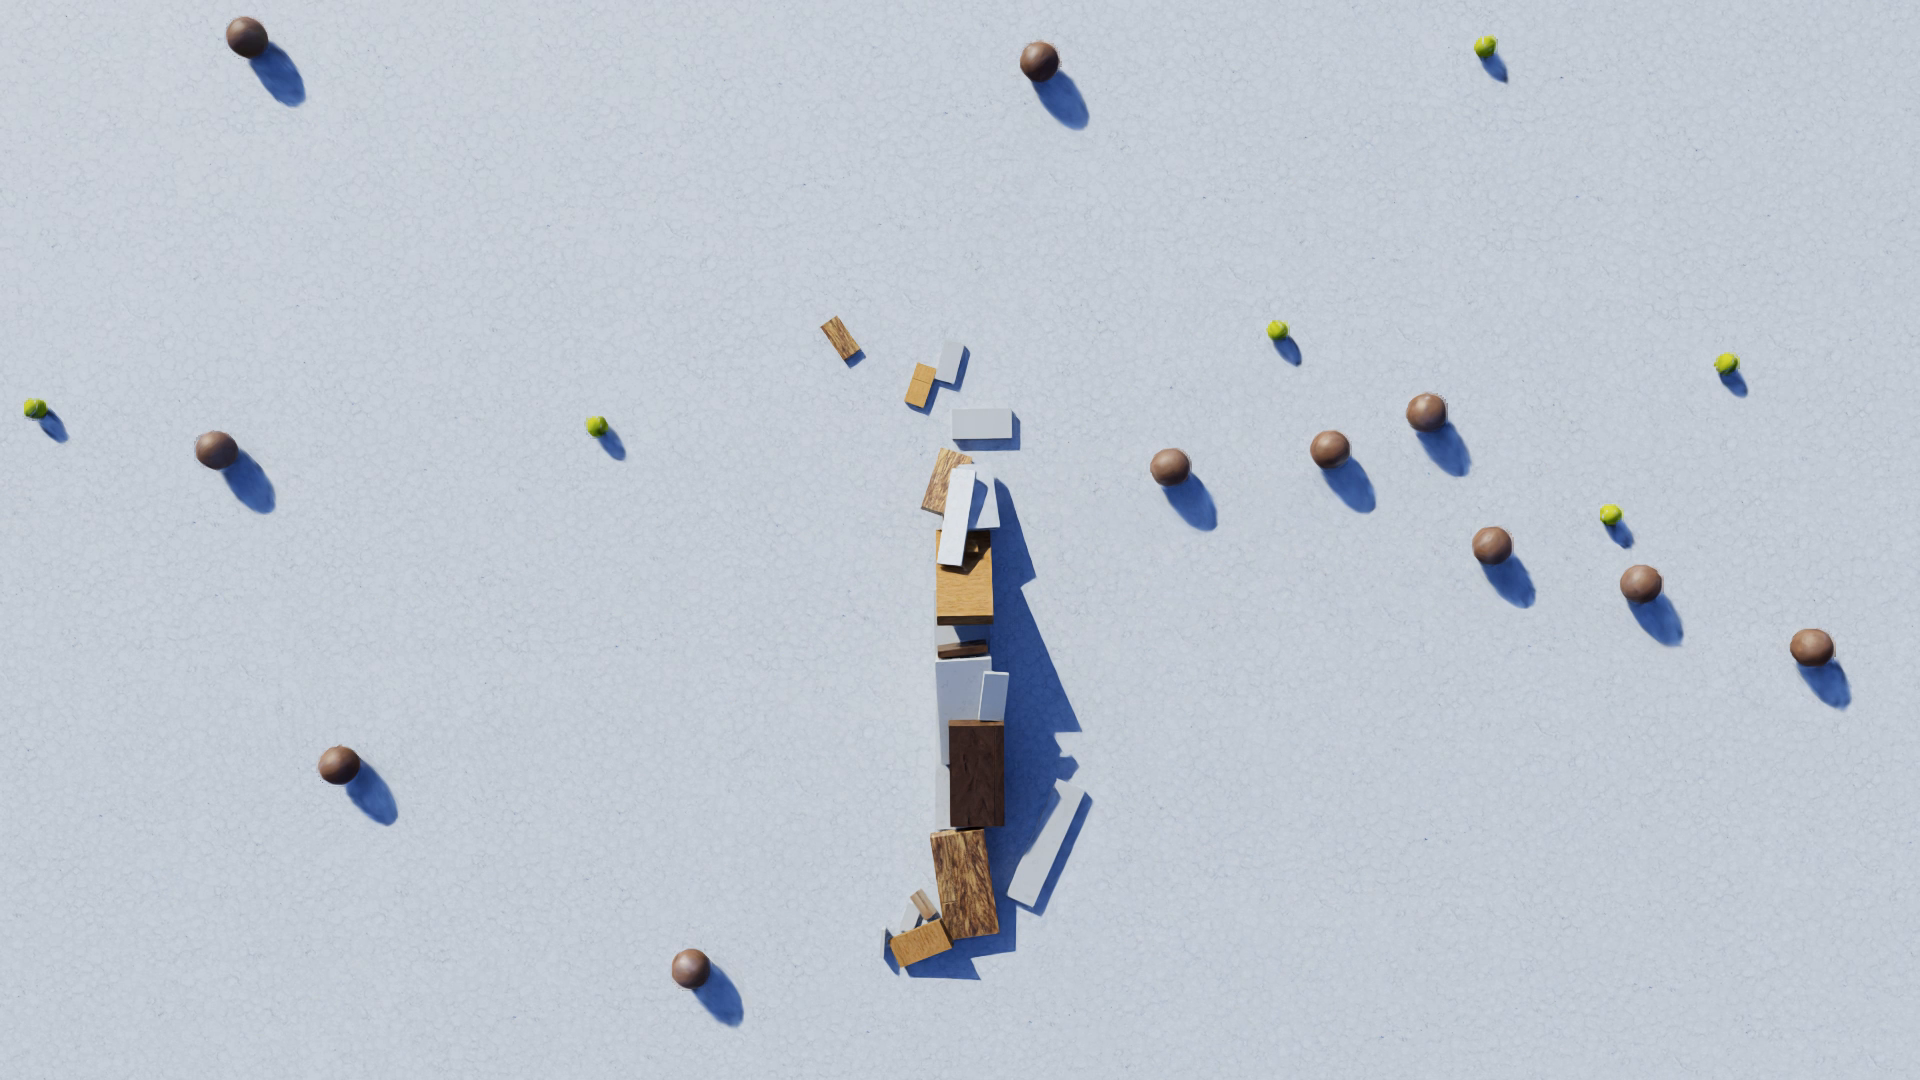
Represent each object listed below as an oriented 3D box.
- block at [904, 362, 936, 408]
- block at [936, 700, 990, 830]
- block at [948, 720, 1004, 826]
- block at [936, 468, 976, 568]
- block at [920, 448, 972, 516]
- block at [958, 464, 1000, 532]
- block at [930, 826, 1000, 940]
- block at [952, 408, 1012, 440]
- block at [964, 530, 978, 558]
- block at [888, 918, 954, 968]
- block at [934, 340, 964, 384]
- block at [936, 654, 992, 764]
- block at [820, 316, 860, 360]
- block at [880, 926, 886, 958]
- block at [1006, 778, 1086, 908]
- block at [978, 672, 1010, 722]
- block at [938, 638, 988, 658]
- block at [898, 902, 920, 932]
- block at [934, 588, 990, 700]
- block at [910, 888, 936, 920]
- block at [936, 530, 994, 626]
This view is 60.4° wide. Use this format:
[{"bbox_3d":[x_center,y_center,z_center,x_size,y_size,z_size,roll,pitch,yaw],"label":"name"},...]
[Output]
[{"bbox_3d":[-0.131,-0.515,5.490,0.068,0.019,0.136,19,90,0],"label":"block"},{"bbox_3d":[0.008,0.629,5.460,0.179,0.051,0.653,0,93,0],"label":"block"},{"bbox_3d":[0.055,0.760,5.372,0.179,0.051,0.357,-1,107,0],"label":"block"},{"bbox_3d":[-0.010,-0.073,5.364,0.080,0.023,0.319,6,78,13],"label":"block"},{"bbox_3d":[-0.044,-0.188,5.447,0.110,0.031,0.220,18,70,0],"label":"block"},{"bbox_3d":[0.060,-0.141,5.417,0.110,0.031,0.221,-4,74,-15],"label":"block"},{"bbox_3d":[0.015,1.133,5.449,0.179,0.051,0.357,-8,98,0],"label":"block"},{"bbox_3d":[0.072,-0.386,5.486,0.198,0.028,0.099,-1,90,0],"label":"block"},{"bbox_3d":[0.000,-0.046,5.428,0.110,0.031,0.221,-2,58,0],"label":"block"},{"bbox_3d":[-0.129,1.333,5.456,0.198,0.028,0.099,-26,90,18],"label":"block"},{"bbox_3d":[-0.035,-0.593,5.490,0.068,0.019,0.136,15,90,0],"label":"block"},{"bbox_3d":[0.019,0.551,5.362,0.180,0.051,0.360,-3,107,1],"label":"block"},{"bbox_3d":[-0.398,-0.672,5.490,0.068,0.019,0.136,-35,90,0],"label":"block"},{"bbox_3d":[-0.257,1.336,5.476,0.013,0.047,0.094,4,90,0],"label":"block"},{"bbox_3d":[0.284,1.006,5.486,0.099,0.028,0.423,24,90,0],"label":"block"},{"bbox_3d":[0.108,0.503,5.310,0.080,0.023,0.160,4,106,-9],"label":"block"},{"bbox_3d":[0.007,0.351,5.330,0.160,0.080,0.023,-8,101,0],"label":"block"},{"bbox_3d":[-0.166,1.258,5.493,0.047,0.013,0.095,19,90,0],"label":"block"},{"bbox_3d":[0.007,0.338,5.397,0.180,0.051,0.360,-1,93,0],"label":"block"},{"bbox_3d":[-0.123,1.211,5.484,0.047,0.013,0.094,-34,90,-25],"label":"block"},{"bbox_3d":[0.013,0.118,5.365,0.180,0.051,0.360,-1,50,0],"label":"block"}]
